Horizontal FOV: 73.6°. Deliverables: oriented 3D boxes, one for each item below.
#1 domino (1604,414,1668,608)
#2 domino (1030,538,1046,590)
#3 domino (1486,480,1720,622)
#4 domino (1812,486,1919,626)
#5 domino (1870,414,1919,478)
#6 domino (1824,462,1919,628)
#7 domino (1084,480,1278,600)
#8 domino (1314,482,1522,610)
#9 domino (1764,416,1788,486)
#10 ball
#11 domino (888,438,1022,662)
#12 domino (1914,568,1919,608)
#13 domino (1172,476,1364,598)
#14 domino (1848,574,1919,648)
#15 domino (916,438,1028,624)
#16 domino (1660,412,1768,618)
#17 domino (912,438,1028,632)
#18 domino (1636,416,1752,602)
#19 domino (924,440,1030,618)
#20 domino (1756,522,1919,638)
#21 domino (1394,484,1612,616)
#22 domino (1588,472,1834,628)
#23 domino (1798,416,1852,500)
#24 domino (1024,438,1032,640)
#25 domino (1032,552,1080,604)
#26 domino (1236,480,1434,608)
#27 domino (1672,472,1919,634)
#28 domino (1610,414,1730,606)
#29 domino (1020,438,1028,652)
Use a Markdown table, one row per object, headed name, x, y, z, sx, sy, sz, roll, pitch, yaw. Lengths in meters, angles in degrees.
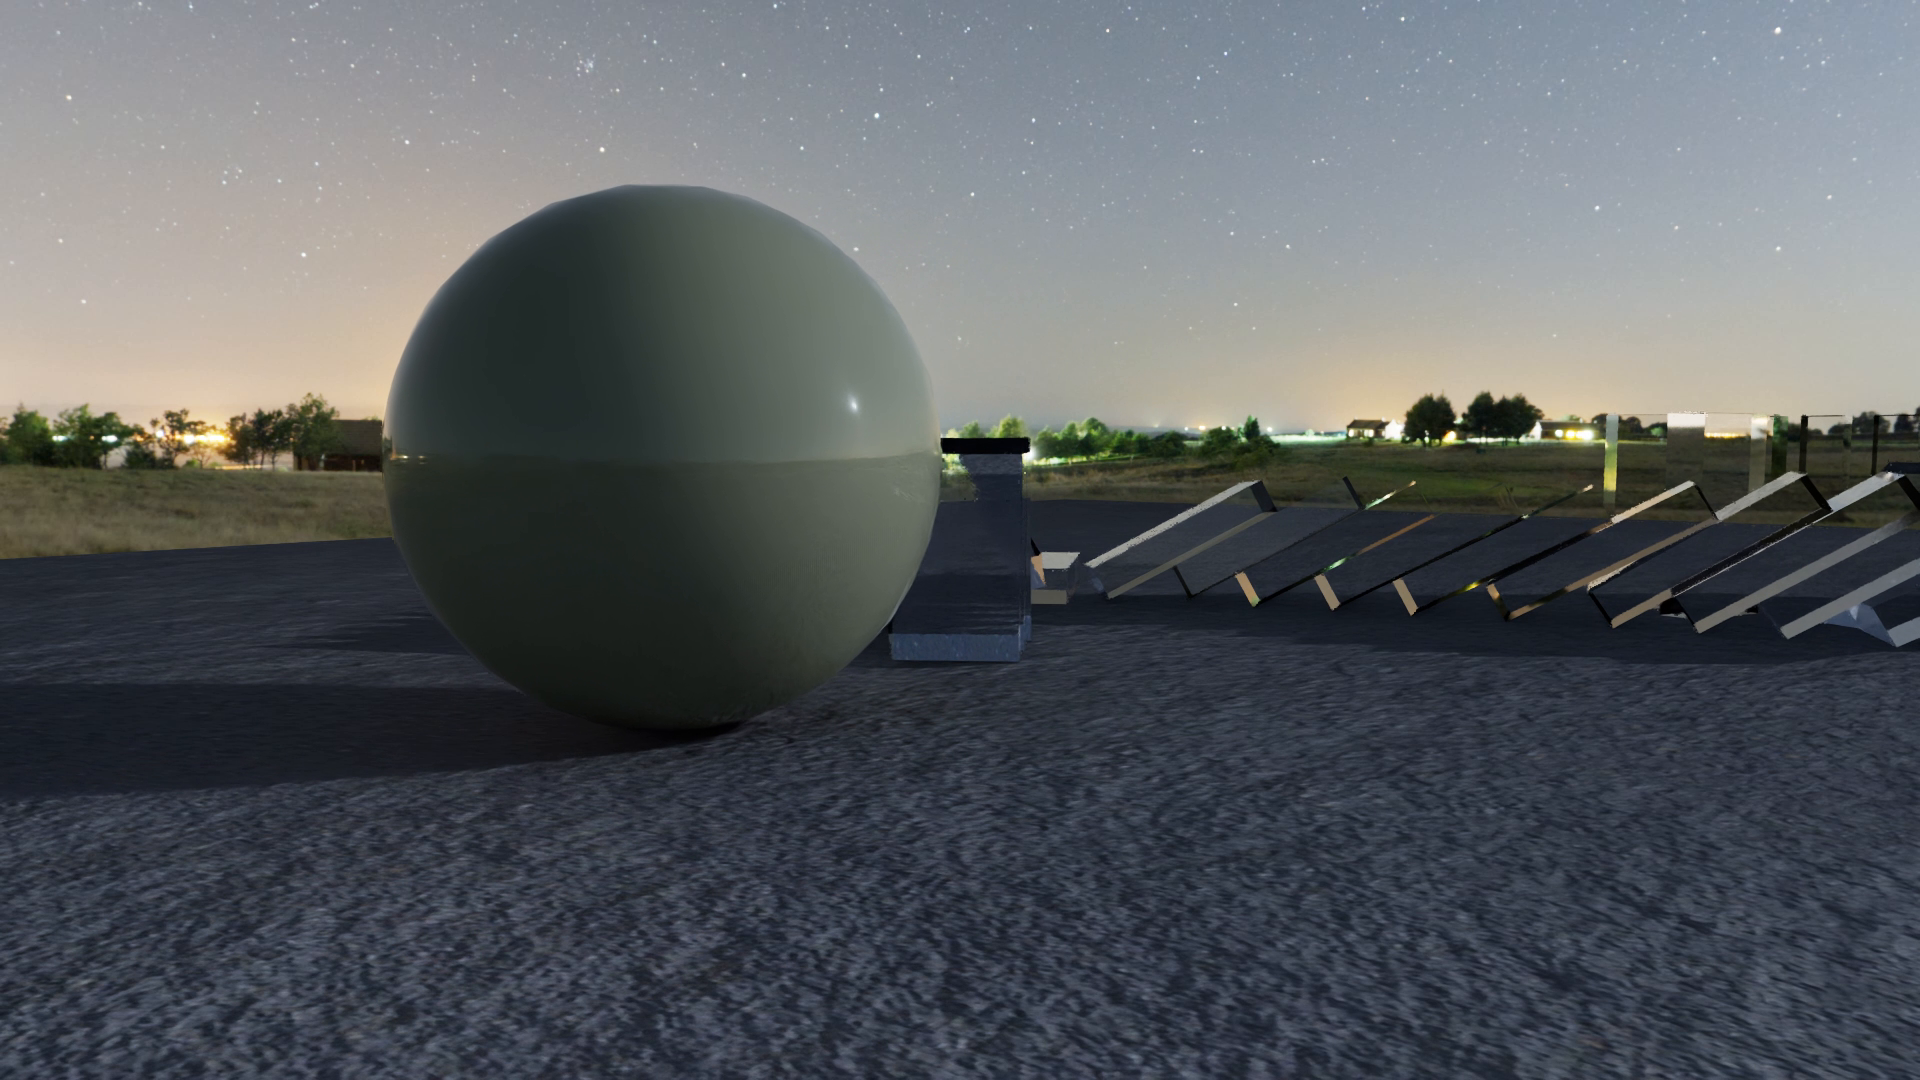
| name | x | y | z | sx | sy | sz | roll | pitch | yaw |
| --- | --- | --- | --- | --- | --- | --- | --- | --- | --- |
| domino | 0.183 | -0.008 | 0.335 | 0.025 | 0.050 | 0.009 | 1 | 4 | 10 |
| domino | 0.004 | -0.001 | 0.348 | 0.025 | 0.010 | 0.050 | -13 | 30 | -7 |
| domino | 0.153 | 0.003 | 0.308 | 0.050 | 0.009 | 0.025 | -32 | -10 | 25 |
| domino | 0.237 | 0.000 | 0.312 | 0.050 | 0.010 | 0.025 | -38 | 11 | -9 |
| domino | 0.251 | -0.008 | 0.345 | 0.010 | 0.050 | 0.025 | 3 | 6 | 39 |
| domino | 0.221 | 0.000 | 0.310 | 0.050 | 0.010 | 0.025 | -38 | 12 | -7 |
| domino | 0.060 | 0.000 | 0.351 | 0.050 | 0.009 | 0.025 | -28 | 1 | 0 |
| domino | 0.117 | 0.001 | 0.328 | 0.050 | 0.009 | 0.025 | -30 | -8 | 22 |
| domino | 0.222 | -0.009 | 0.360 | 0.010 | 0.050 | 0.025 | 2 | 5 | 20 |
| ball | -0.042 | -0.012 | 0.191 | 0.080 | 0.080 | 0.080 | 0 | 4 | 0 |
| domino | 0.000 | 0.001 | 0.263 | 0.025 | 0.050 | 0.010 | 0 | -37 | 4 |
| domino | 0.274 | 0.012 | 0.345 | 0.025 | 0.010 | 0.050 | 3 | 5 | 39 |
| domino | 0.082 | -0.001 | 0.345 | 0.050 | 0.010 | 0.025 | -29 | -6 | 12 |
| domino | 0.219 | 0.005 | 0.272 | 0.050 | 0.009 | 0.025 | -30 | -7 | 20 |
| domino | 0.004 | -0.003 | 0.314 | 0.025 | 0.050 | 0.009 | 0 | -37 | 4 |
| domino | 0.188 | -0.006 | 0.319 | 0.025 | 0.050 | 0.009 | -2 | 5 | -28 |
| domino | 0.003 | -0.002 | 0.301 | 0.025 | 0.050 | 0.010 | 0 | -37 | 4 |
| domino | 0.203 | -0.009 | 0.356 | 0.009 | 0.050 | 0.025 | -3 | 5 | -32 |
| domino | 0.005 | -0.004 | 0.327 | 0.025 | 0.050 | 0.010 | 0 | -38 | 4 |
| domino | 0.202 | 0.004 | 0.282 | 0.050 | 0.009 | 0.025 | -35 | -11 | 23 |
| domino | 0.135 | 0.002 | 0.319 | 0.050 | 0.010 | 0.025 | -30 | -9 | 24 |
| domino | 0.172 | 0.002 | 0.298 | 0.050 | 0.010 | 0.025 | -35 | -11 | 24 |
| domino | 0.236 | -0.009 | 0.351 | 0.010 | 0.050 | 0.025 | 3 | 5 | 39 |
| domino | 0.003 | -0.001 | 0.289 | 0.025 | 0.050 | 0.009 | 0 | -37 | 3 |
| domino | 0.020 | 0.010 | 0.367 | 0.025 | 0.010 | 0.050 | 1 | 4 | 10 |
| domino | 0.099 | 0.001 | 0.337 | 0.050 | 0.009 | 0.025 | -29 | -6 | 19 |
| domino | 0.187 | 0.003 | 0.288 | 0.050 | 0.009 | 0.025 | -36 | -11 | 25 |
| domino | 0.192 | -0.009 | 0.348 | 0.010 | 0.050 | 0.025 | -4 | 6 | -43 |
| domino | 0.002 | 0.000 | 0.276 | 0.025 | 0.050 | 0.009 | 0 | -37 | 4 |
